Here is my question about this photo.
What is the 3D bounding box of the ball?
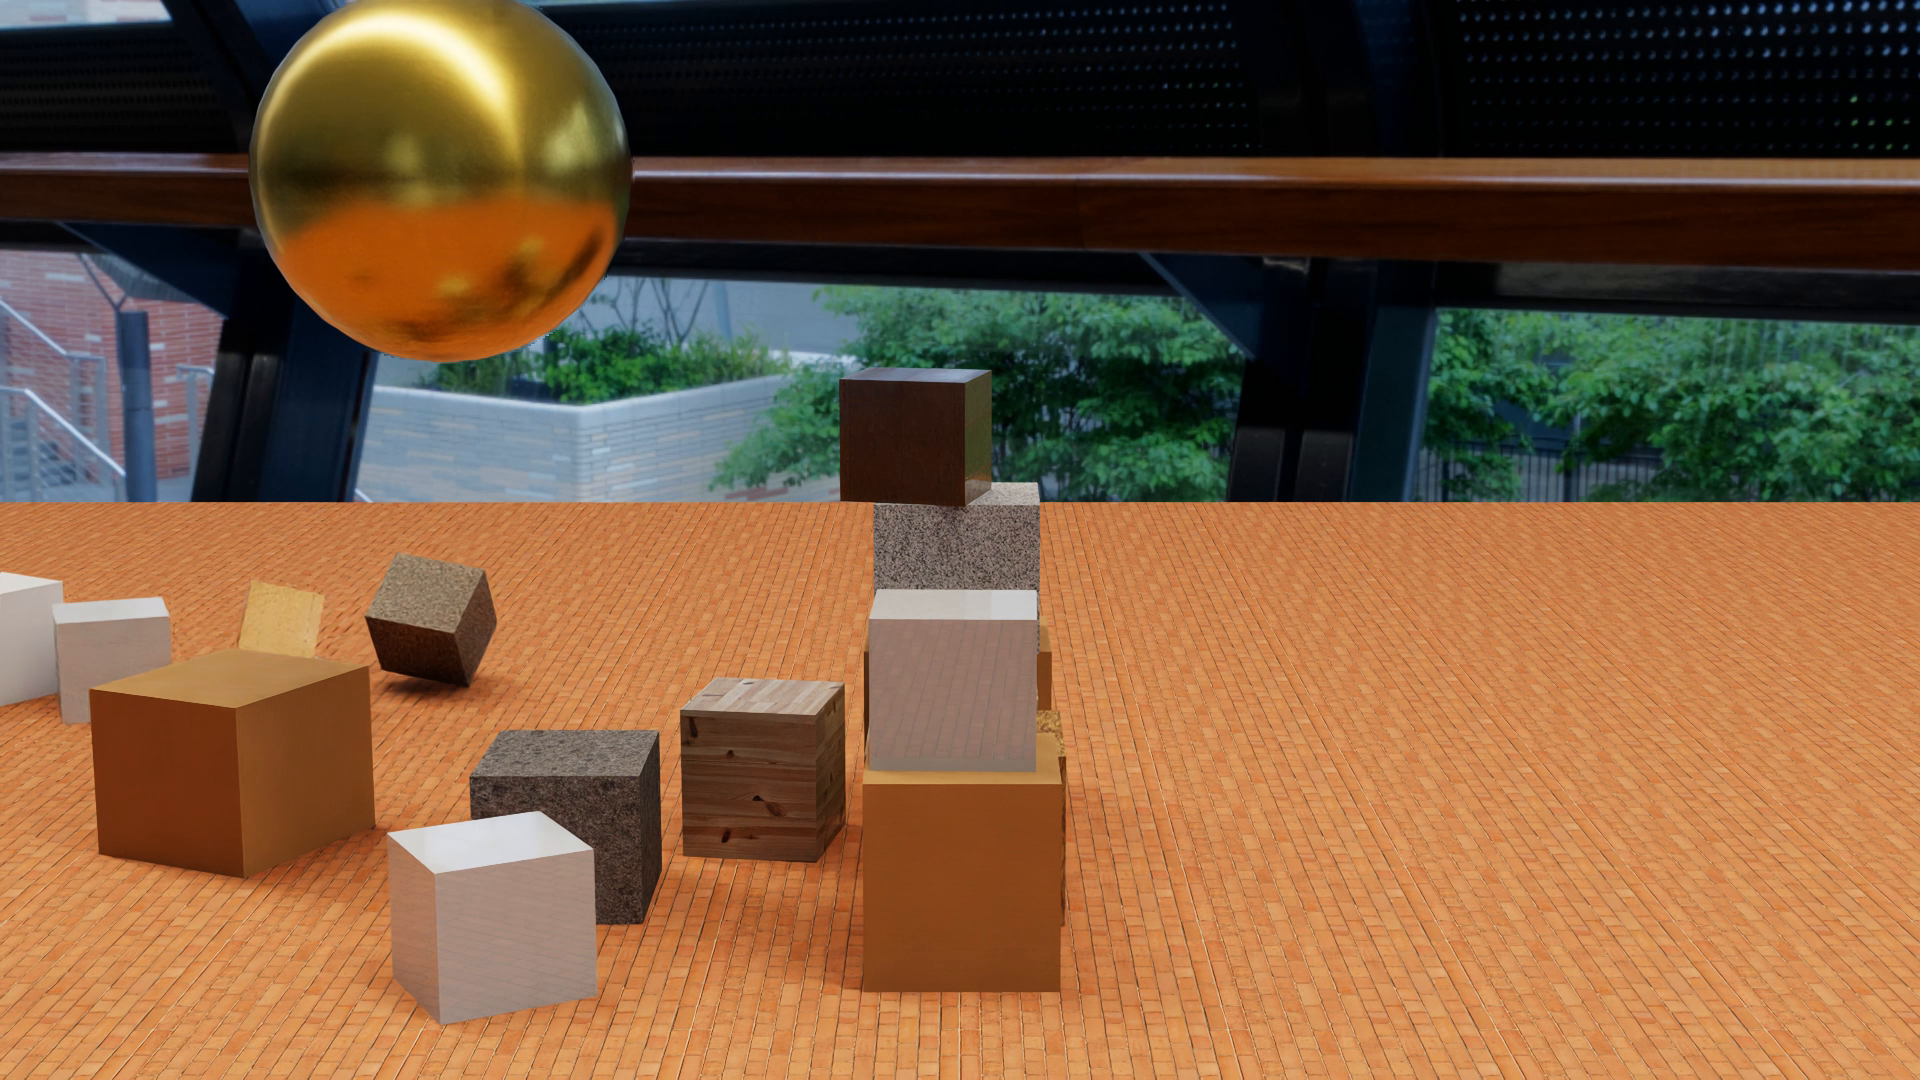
[{"bbox_3d":[-2.196,-1.555,10.898,1.600,1.600,1.600,0,10,0],"label":"ball"}]

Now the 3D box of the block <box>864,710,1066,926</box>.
[{"bbox_3d":[0.023,1.182,11.017,0.833,0.732,0.779,0,10,0],"label":"block"}]

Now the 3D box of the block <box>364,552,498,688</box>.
[{"bbox_3d":[-3.053,0.464,14.853,0.541,0.514,0.481,10,51,10],"label":"block"}]

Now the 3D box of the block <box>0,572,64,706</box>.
[{"bbox_3d":[-5.643,0.570,14.644,0.735,0.638,0.718,6,12,32],"label":"block"}]

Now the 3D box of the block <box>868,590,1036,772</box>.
[{"bbox_3d":[-0.020,0.550,10.196,0.647,0.603,0.575,0,10,1],"label":"block"}]

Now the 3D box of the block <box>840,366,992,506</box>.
[{"bbox_3d":[-0.203,-0.494,12.066,0.598,0.571,0.526,3,11,14],"label":"block"}]

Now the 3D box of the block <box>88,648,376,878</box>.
[{"bbox_3d":[-3.346,1.009,11.852,0.843,0.775,0.918,5,11,25],"label":"block"}]

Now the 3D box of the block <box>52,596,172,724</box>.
[{"bbox_3d":[-4.732,0.666,14.339,0.590,0.560,0.564,-4,11,-21],"label":"block"}]

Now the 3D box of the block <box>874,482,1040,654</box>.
[{"bbox_3d":[-0.011,0.126,12.222,0.769,0.705,0.665,0,10,1],"label":"block"}]

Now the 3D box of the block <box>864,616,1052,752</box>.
[{"bbox_3d":[-0.011,0.862,12.486,0.882,0.837,0.816,0,10,0],"label":"block"}]

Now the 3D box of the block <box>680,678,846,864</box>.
[{"bbox_3d":[-0.900,1.053,11.856,0.622,0.687,0.637,2,10,9],"label":"block"}]

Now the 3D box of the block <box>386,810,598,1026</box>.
[{"bbox_3d":[-1.815,1.450,9.941,0.625,0.590,0.594,-6,12,-29],"label":"block"}]

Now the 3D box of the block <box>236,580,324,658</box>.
[{"bbox_3d":[-3.835,0.564,14.384,0.403,0.445,0.484,12,-29,-17],"label":"block"}]

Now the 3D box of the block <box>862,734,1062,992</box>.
[{"bbox_3d":[0.008,1.273,10.237,0.761,0.833,0.766,0,10,0],"label":"block"}]

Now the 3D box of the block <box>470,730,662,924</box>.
[{"bbox_3d":[-1.679,1.225,11.036,0.702,0.642,0.757,0,10,0],"label":"block"}]

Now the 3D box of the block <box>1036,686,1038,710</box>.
[{"bbox_3d":[-0.011,1.027,11.745,0.719,0.778,0.685,0,10,0],"label":"block"}]
